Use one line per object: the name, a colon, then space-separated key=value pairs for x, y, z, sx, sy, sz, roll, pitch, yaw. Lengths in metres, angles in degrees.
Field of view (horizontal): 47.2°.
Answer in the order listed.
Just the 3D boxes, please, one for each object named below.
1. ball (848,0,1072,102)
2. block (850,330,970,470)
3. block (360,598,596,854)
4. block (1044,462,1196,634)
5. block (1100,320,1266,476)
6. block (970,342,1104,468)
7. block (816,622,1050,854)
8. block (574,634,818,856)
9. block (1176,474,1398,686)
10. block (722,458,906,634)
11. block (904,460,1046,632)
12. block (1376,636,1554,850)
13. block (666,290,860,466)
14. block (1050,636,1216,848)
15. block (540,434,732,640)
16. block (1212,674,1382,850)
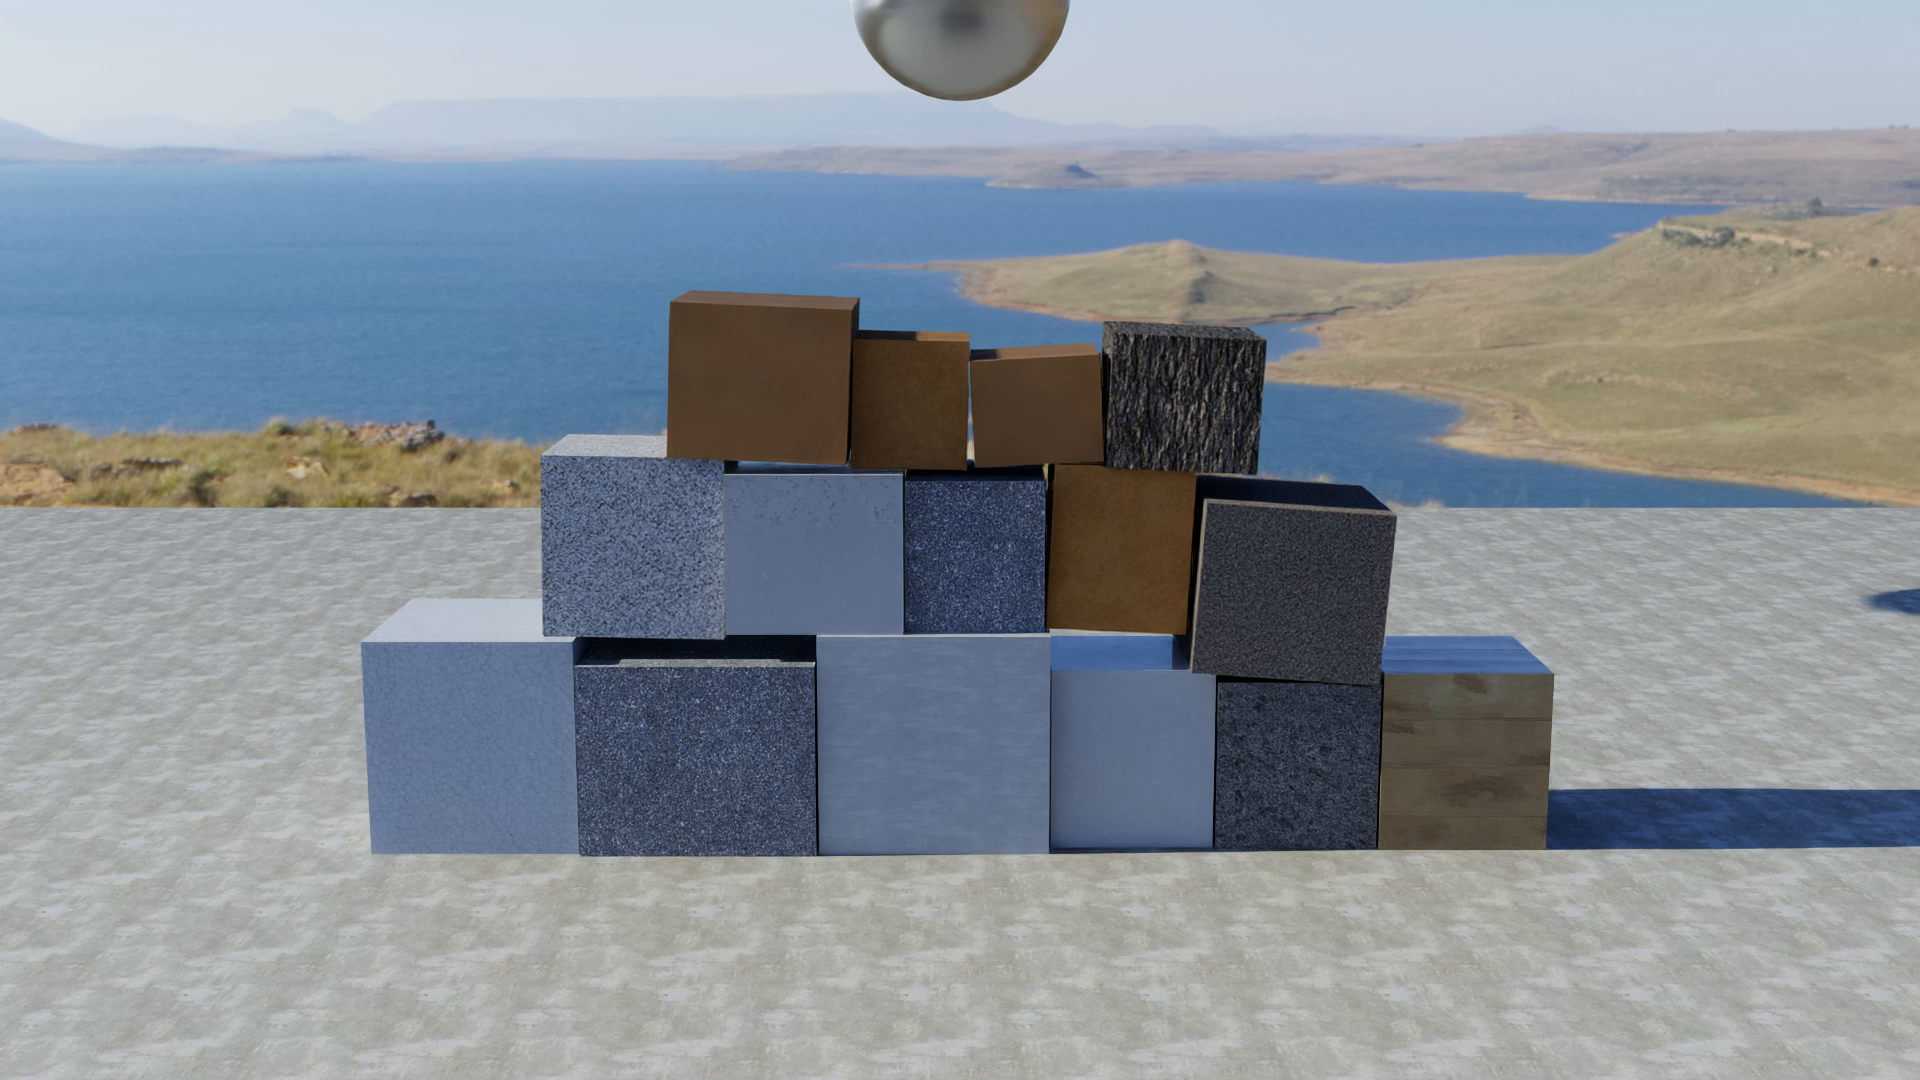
ball: x=0.000 y=-3.947 z=15.702 sx=1.600 sy=1.600 sz=1.600 roll=0 pitch=10 yaw=0
block: x=-0.247 y=-0.711 z=11.069 sx=0.575 sy=0.637 sz=0.526 roll=1 pitch=10 yaw=0
block: x=-2.416 y=0.940 z=11.366 sx=1.036 sy=1.084 sz=1.030 roll=0 pitch=10 yaw=0
block: x=0.796 y=-0.008 z=11.190 sx=0.698 sy=0.826 sz=0.651 roll=3 pitch=10 yaw=0
block: x=1.097 y=-0.726 z=11.061 sx=0.741 sy=0.659 sz=0.758 roll=3 pitch=10 yaw=-1
block: x=0.378 y=-0.684 z=11.064 sx=0.636 sy=0.526 sz=0.615 roll=-3 pitch=10 yaw=1
block: x=-0.129 y=0.931 z=11.346 sx=1.146 sy=1.109 sz=0.996 roll=0 pitch=10 yaw=0
block: x=-1.300 y=1.000 z=11.364 sx=1.175 sy=0.967 sz=1.078 roll=0 pitch=10 yaw=0
block: x=1.628 y=0.182 z=11.206 sx=0.924 sy=0.849 sz=0.976 roll=4 pitch=10 yaw=-1
block: x=-0.714 y=-0.003 z=11.170 sx=0.873 sy=0.792 sz=0.880 roll=0 pitch=10 yaw=0
block: x=0.074 y=0.017 z=11.168 sx=0.687 sy=0.753 sz=0.750 roll=0 pitch=10 yaw=0
block: x=2.515 y=1.032 z=11.351 sx=0.837 sy=0.909 sz=0.846 roll=0 pitch=10 yaw=0
block: x=-0.973 y=-0.828 z=11.035 sx=0.873 sy=0.754 sz=0.852 roll=2 pitch=10 yaw=0
block: x=0.862 y=1.027 z=11.355 sx=0.816 sy=0.916 sz=0.776 roll=0 pitch=10 yaw=0
block: x=-1.606 y=-0.030 z=11.181 sx=0.896 sy=0.903 sz=0.780 roll=1 pitch=10 yaw=0
block: x=1.683 y=1.050 z=11.387 sx=0.807 sy=0.861 sz=0.881 roll=0 pitch=10 yaw=0
